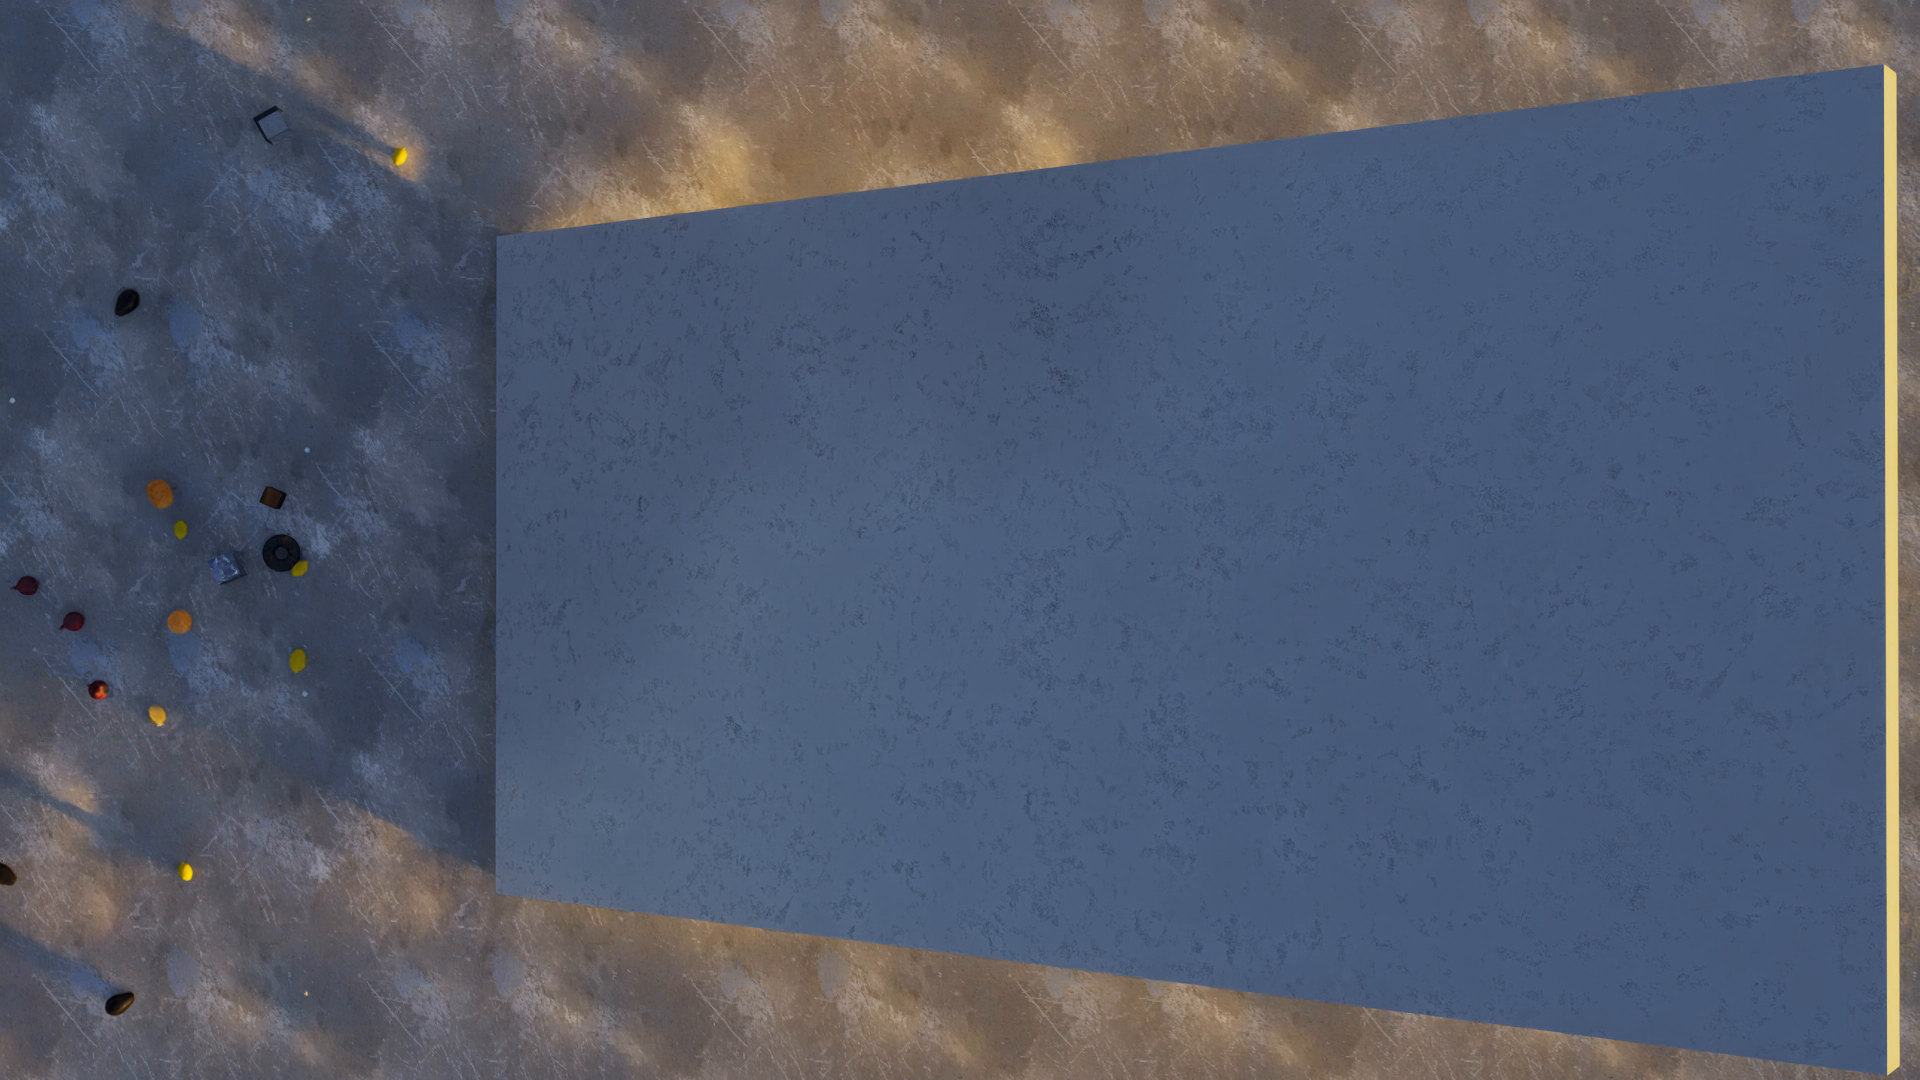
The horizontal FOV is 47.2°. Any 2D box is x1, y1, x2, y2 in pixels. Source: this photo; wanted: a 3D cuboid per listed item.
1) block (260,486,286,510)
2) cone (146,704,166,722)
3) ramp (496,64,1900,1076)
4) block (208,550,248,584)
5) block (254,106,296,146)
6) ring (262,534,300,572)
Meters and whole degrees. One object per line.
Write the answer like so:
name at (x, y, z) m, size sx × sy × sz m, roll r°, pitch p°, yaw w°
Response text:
block at (-2.108, -0.130, 6.748) m, size 0.053 × 0.053 × 0.053 m, roll 23°, pitch 90°, yaw 0°
cone at (-2.485, 0.546, 6.756) m, size 0.060 × 0.060 × 0.060 m, roll -28°, pitch 90°, yaw 26°
ramp at (0.239, 0.066, 5.561) m, size 4.000 × 0.100 × 2.000 m, roll 0°, pitch 89°, yaw 36°
block at (-2.240, 0.085, 6.734) m, size 0.078 × 0.078 × 0.078 m, roll -23°, pitch 90°, yaw 0°
block at (-2.102, -1.270, 6.743) m, size 0.079 × 0.079 × 0.079 m, roll -30°, pitch 90°, yaw 0°
ring at (-2.084, 0.040, 6.754) m, size 0.116 × 0.039 × 0.116 m, roll 0°, pitch 90°, yaw -1°
